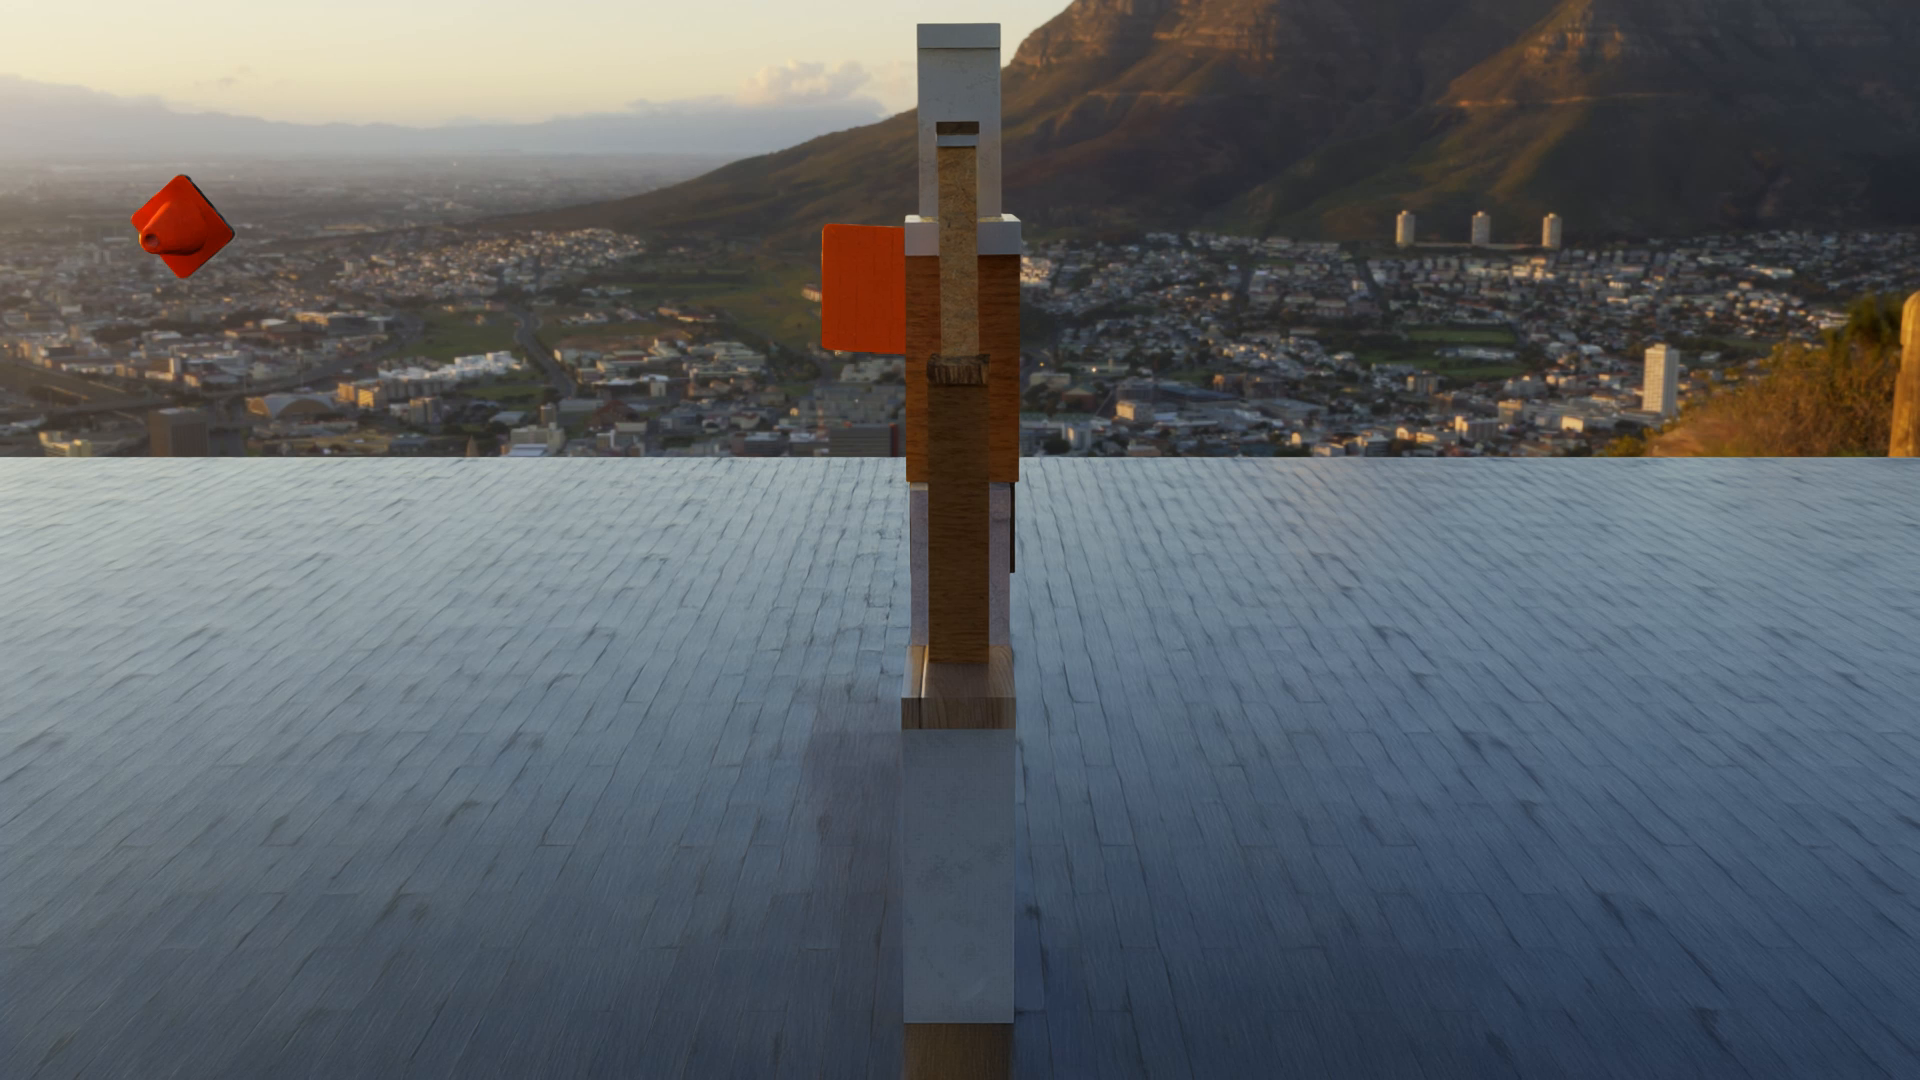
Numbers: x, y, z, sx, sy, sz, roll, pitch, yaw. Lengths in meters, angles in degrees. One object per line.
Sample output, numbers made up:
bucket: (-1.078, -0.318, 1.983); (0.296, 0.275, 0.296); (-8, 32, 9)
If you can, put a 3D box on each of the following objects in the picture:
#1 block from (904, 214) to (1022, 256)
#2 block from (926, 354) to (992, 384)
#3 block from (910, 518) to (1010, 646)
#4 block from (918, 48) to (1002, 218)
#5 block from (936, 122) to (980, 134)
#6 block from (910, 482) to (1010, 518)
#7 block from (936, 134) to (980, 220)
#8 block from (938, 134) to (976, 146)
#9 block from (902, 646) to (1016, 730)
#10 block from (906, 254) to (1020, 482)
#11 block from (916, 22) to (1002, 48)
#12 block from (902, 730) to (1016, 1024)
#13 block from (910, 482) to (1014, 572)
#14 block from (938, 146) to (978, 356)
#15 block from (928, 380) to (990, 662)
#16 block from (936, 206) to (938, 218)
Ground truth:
block: (0.001, -0.478, 3.435); (0.173, 0.049, 0.346); (-1, 10, -1)
block: (-0.001, -0.251, 3.207); (0.088, 0.025, 0.176); (0, 11, 2)
block: (0.001, 0.106, 3.374); (0.150, 0.301, 0.043); (0, 11, 0)
block: (-0.001, -0.643, 3.477); (0.131, 0.261, 0.037); (-1, 11, -1)
block: (-0.005, -0.630, 3.366); (0.064, 0.018, 0.129); (-1, 10, -1)
block: (0.000, -0.081, 3.441); (0.150, 0.043, 0.301); (0, 11, 0)
block: (-0.003, -0.551, 3.336); (0.064, 0.129, 0.018); (-1, 10, -1)
block: (-0.005, -0.590, 3.246); (0.056, 0.016, 0.112); (-1, 11, 0)
block: (-0.001, 0.210, 3.177); (0.157, 0.045, 0.315); (0, 10, 0)
block: (0.004, -0.263, 3.359); (0.173, 0.346, 0.049); (0, 11, 0)
block: (-0.004, -0.805, 3.534); (0.130, 0.037, 0.261); (-1, 11, -1)
block: (-0.002, 0.468, 3.118); (0.158, 0.441, 0.045); (0, 11, 0)
block: (0.002, -0.212, 3.602); (0.173, 0.534, 0.049); (-1, 11, 0)
block: (-0.002, -0.425, 3.239); (0.056, 0.305, 0.016); (-1, 11, 2)
block: (-0.002, -0.025, 3.191); (0.088, 0.413, 0.025); (0, 11, 0)
block: (-0.005, -0.566, 3.421); (0.064, 0.129, 0.018); (-1, 10, -1)
